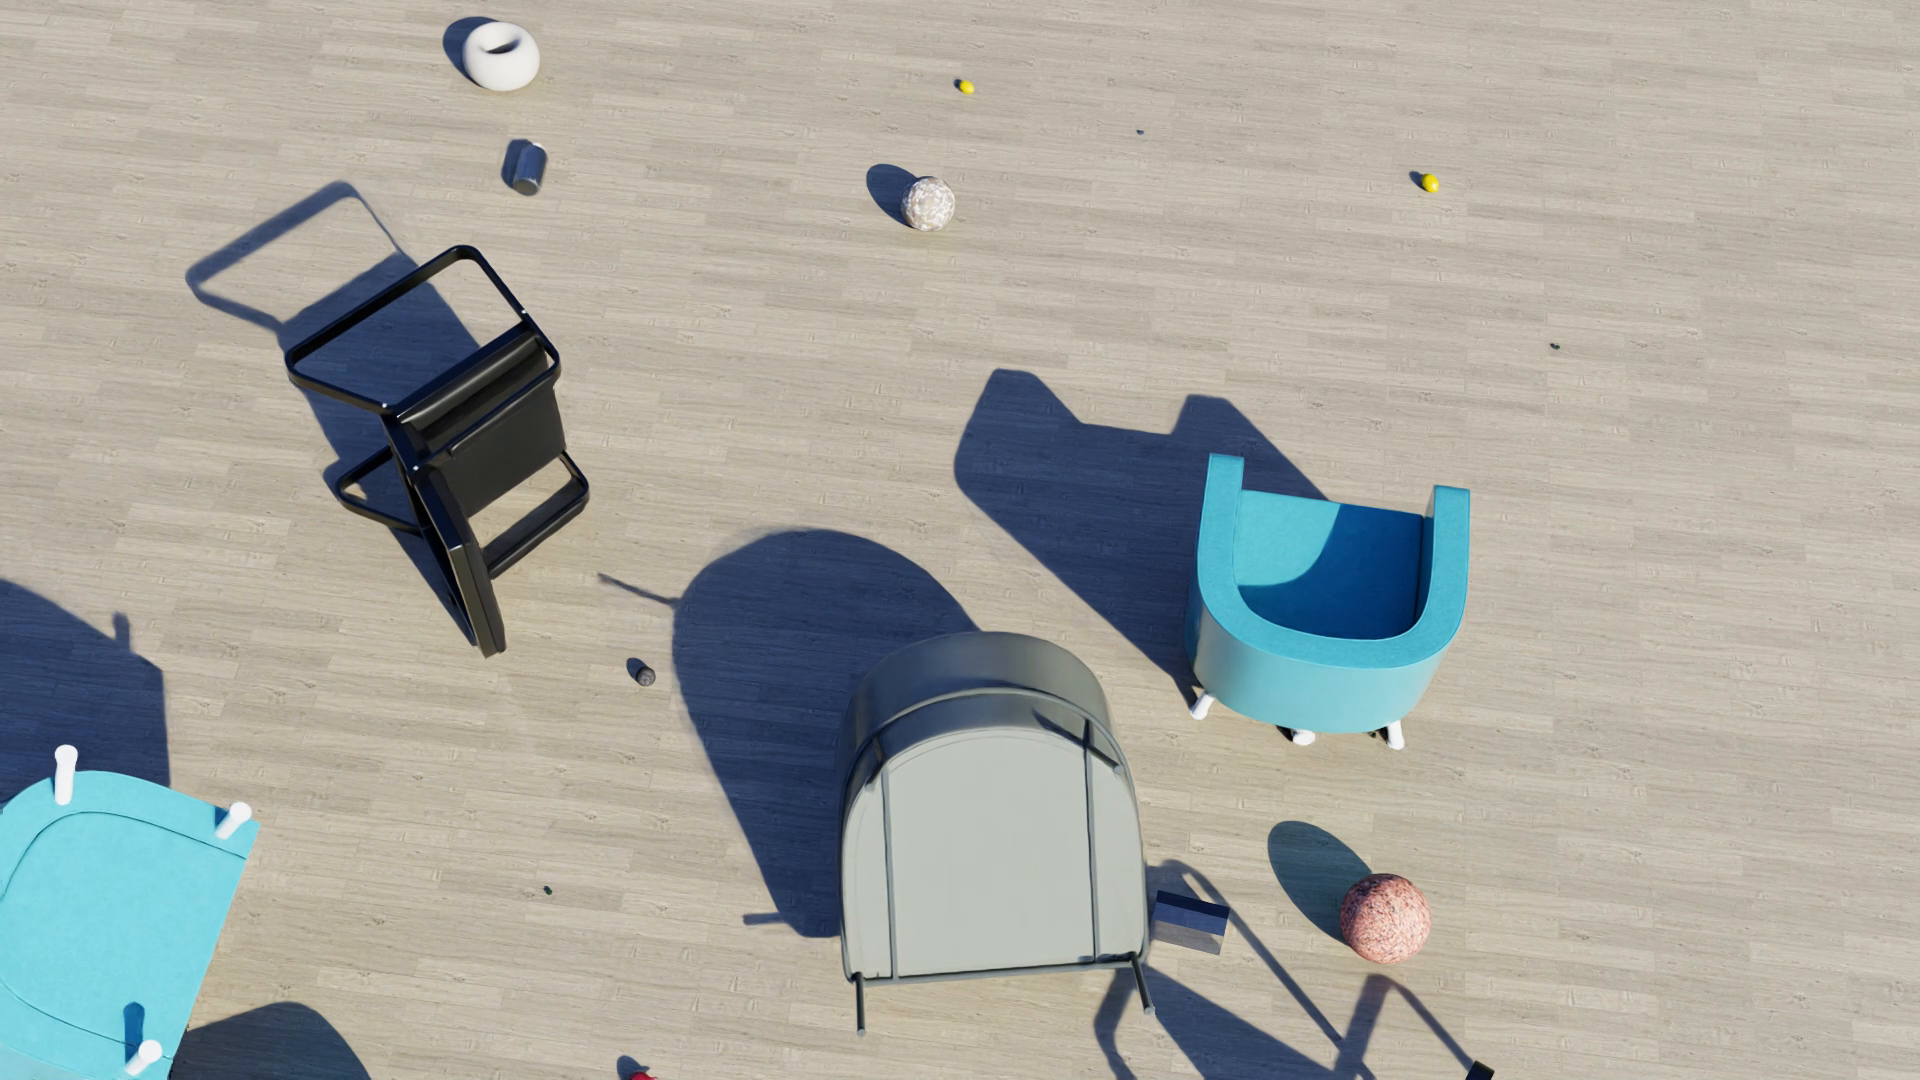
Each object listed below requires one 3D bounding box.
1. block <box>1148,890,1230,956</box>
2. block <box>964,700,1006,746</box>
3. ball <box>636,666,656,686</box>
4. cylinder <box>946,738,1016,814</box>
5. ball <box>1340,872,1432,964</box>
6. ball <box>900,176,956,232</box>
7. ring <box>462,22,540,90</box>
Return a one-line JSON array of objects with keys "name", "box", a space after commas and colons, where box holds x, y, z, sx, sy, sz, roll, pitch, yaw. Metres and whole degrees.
[{"name": "block", "box": [0.605, 1.013, 5.819, 0.194, 0.125, 0.085, 13, 57, 8]}, {"name": "block", "box": [0.069, 0.525, 6.154, 0.069, 0.111, 0.094, 39, 64, 23]}, {"name": "ball", "box": [-0.897, 0.390, 6.278, 0.057, 0.057, 0.057, 0, 56, 0]}, {"name": "cylinder", "box": [0.058, 0.648, 6.065, 0.131, 0.120, 0.164, -38, 60, 11]}, {"name": "ball", "box": [1.115, 0.992, 5.765, 0.237, 0.237, 0.237, 0, 56, 0]}, {"name": "ball", "box": [-0.105, -1.101, 7.204, 0.182, 0.182, 0.182, 0, 56, 0]}, {"name": "ring", "box": [-1.588, -1.674, 7.610, 0.284, 0.144, 0.259, 37, 60, 27]}]
